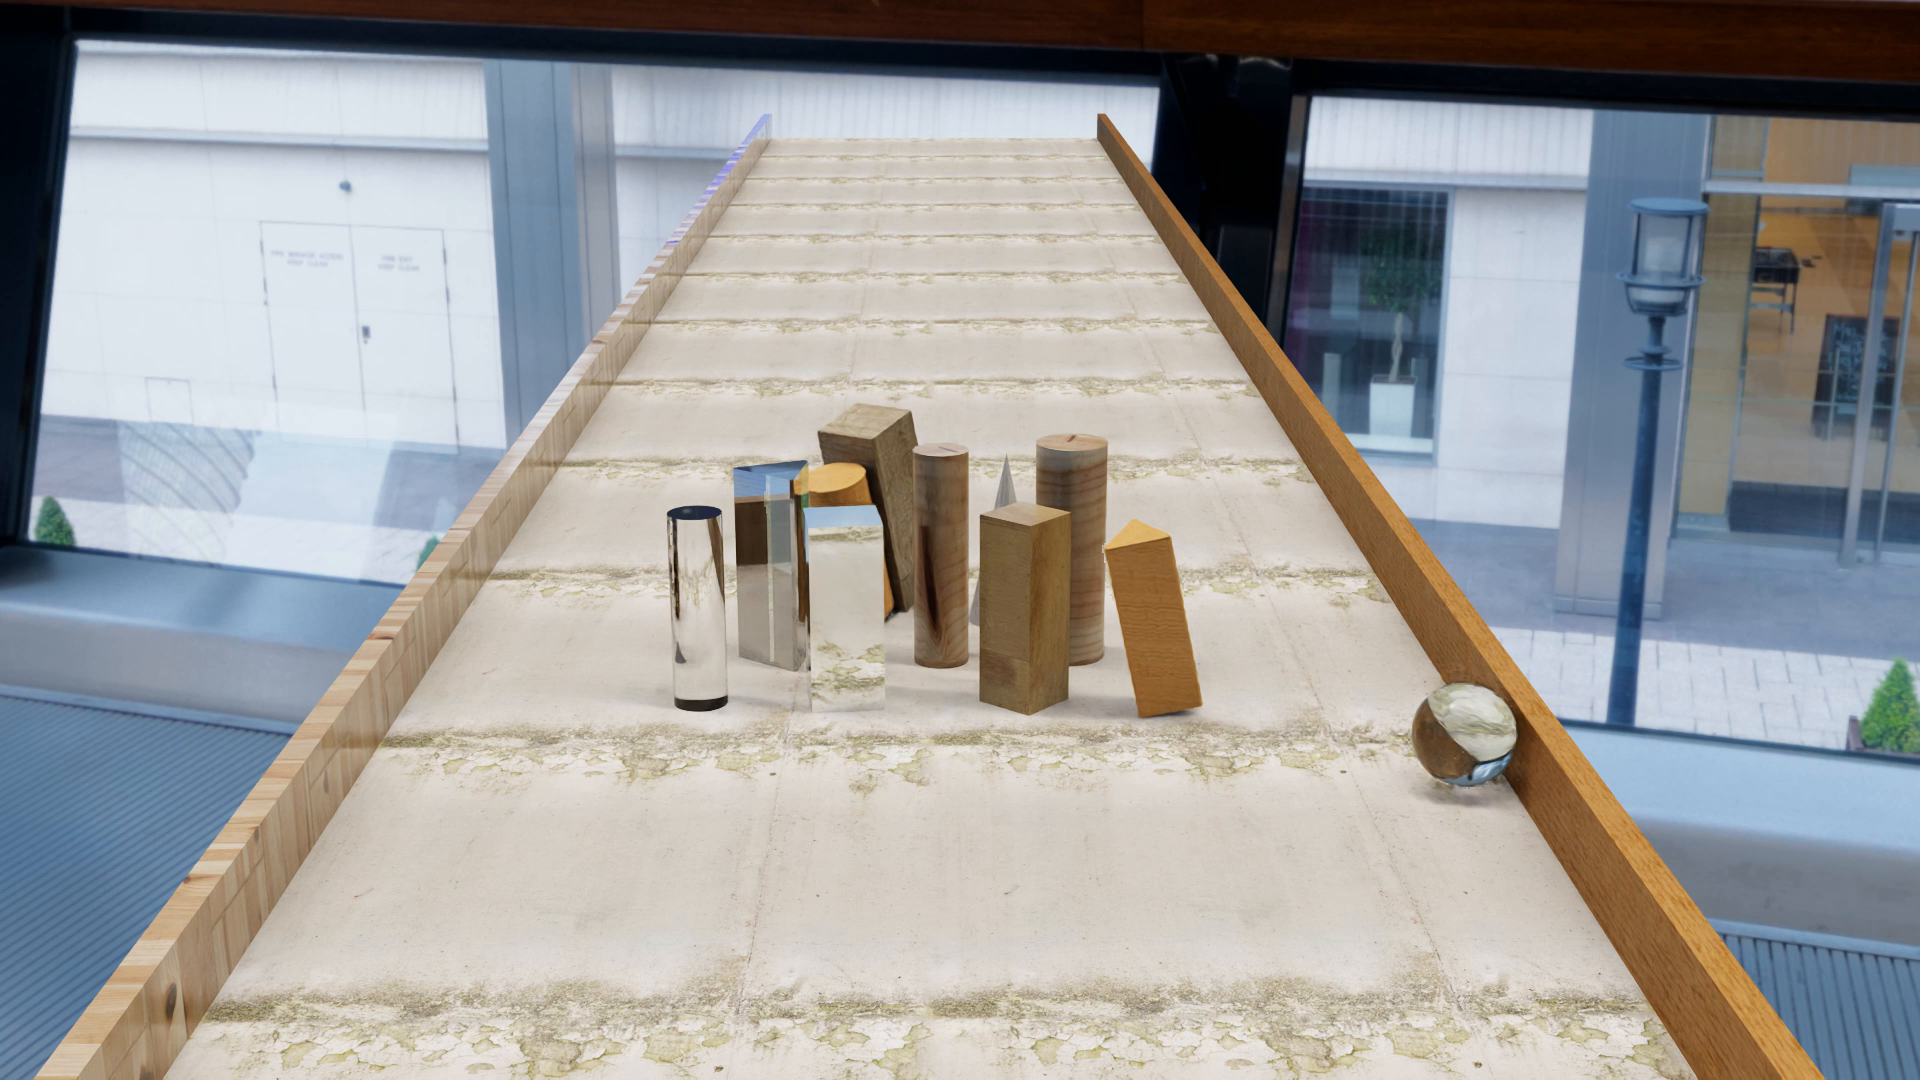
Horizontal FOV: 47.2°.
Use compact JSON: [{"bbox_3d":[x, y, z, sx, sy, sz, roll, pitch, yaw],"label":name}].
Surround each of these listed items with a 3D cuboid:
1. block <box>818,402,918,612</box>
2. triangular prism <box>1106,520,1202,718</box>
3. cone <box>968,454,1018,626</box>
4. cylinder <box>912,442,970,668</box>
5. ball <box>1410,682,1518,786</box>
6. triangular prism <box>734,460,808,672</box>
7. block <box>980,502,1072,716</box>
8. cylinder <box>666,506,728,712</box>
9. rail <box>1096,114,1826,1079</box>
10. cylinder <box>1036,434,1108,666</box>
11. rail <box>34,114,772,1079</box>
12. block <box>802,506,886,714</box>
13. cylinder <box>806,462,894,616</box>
[{"bbox_3d":[-0.167,-0.071,4.699,0.144,0.410,0.144,10,34,34],"label":"block"},{"bbox_3d":[0.358,0.141,4.080,0.118,0.356,0.103,-11,24,5],"label":"triangular prism"},{"bbox_3d":[0.097,-0.008,4.615,0.157,0.364,0.157,0,17,0],"label":"cone"},{"bbox_3d":[-0.037,0.032,4.357,0.110,0.435,0.110,0,17,0],"label":"cylinder"},{"bbox_3d":[0.862,0.333,3.763,0.178,0.178,0.178,0,17,0],"label":"ball"},{"bbox_3d":[-0.346,0.044,4.388,0.152,0.393,0.132,12,20,35],"label":"triangular prism"},{"bbox_3d":[0.122,0.128,4.148,0.121,0.370,0.121,14,21,39],"label":"block"},{"bbox_3d":[-0.493,0.129,4.135,0.103,0.375,0.103,0,17,0],"label":"cylinder"},{"bbox_3d":[0.932,-0.844,7.801,0.050,0.150,12.000,0,17,-1],"label":"rail"},{"bbox_3d":[0.220,0.019,4.385,0.142,0.442,0.142,0,17,0],"label":"cylinder"},{"bbox_3d":[-1.118,-0.838,7.780,0.050,0.150,12.000,0,17,-1],"label":"rail"},{"bbox_3d":[-0.219,0.130,4.153,0.138,0.363,0.138,-2,17,-8],"label":"block"},{"bbox_3d":[-0.234,0.008,4.603,0.135,0.316,0.135,-9,27,5],"label":"cylinder"}]
